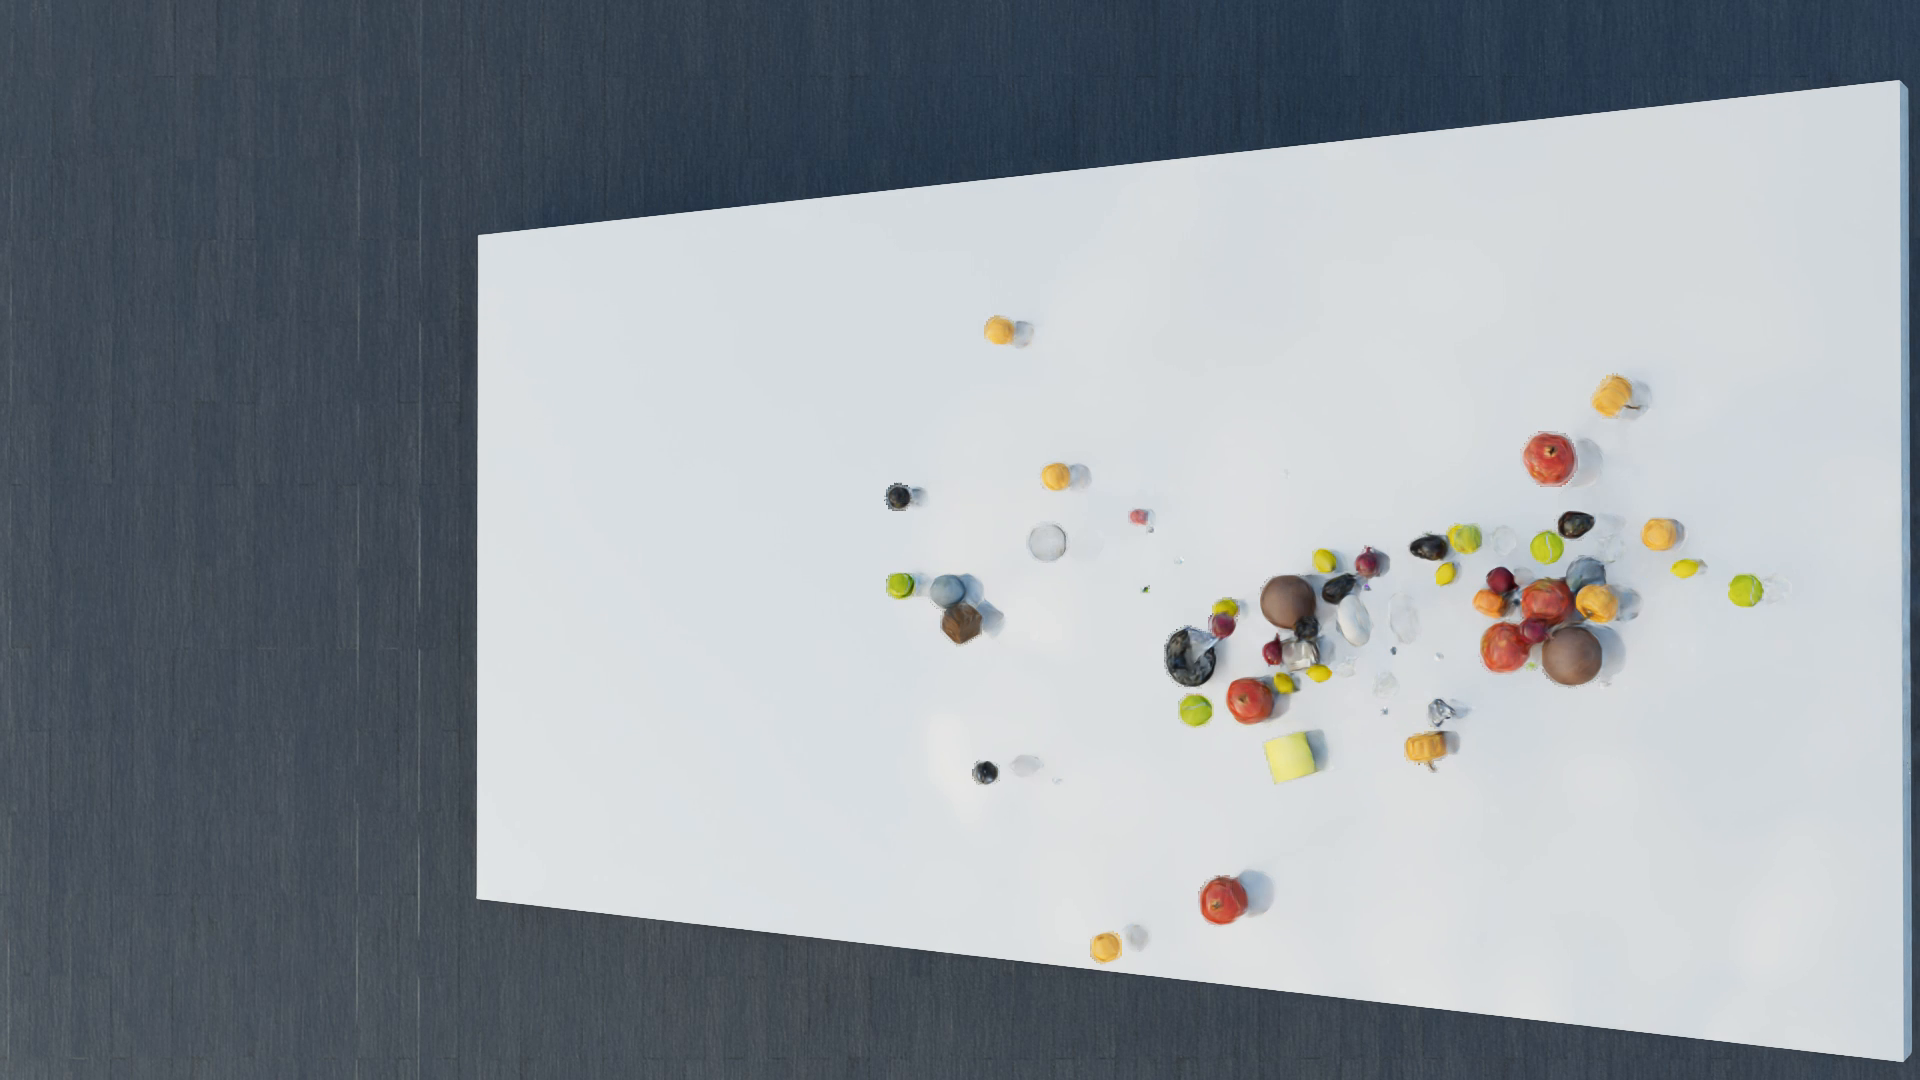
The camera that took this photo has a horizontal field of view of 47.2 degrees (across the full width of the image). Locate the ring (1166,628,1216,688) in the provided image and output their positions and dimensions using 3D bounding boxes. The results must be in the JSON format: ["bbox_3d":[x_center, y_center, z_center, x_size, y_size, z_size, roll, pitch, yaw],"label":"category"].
[{"bbox_3d":[0.555,0.284,5.307,0.048,0.143,0.143,-5,97,-45],"label":"ring"}]

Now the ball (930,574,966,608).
[{"bbox_3d":[-0.032,0.132,5.668,0.091,0.091,0.091,0,89,0],"label":"ball"}]

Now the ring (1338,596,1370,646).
[{"bbox_3d":[0.889,0.182,4.954,0.039,0.118,0.118,-17,89,30],"label":"ring"}]

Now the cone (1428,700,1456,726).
[{"bbox_3d":[1.095,0.387,4.937,0.061,0.061,0.061,3,84,-29],"label":"cone"}]

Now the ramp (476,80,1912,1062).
[{"bbox_3d":[0.259,0.071,5.597,4.000,0.100,2.000,0,89,33],"label":"ramp"}]

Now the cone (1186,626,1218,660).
[{"bbox_3d":[0.539,0.224,5.015,0.071,0.071,0.071,-41,84,0],"label":"cone"}]

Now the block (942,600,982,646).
[{"bbox_3d":[0.004,0.211,5.624,0.069,0.069,0.069,-28,53,-30],"label":"block"}]

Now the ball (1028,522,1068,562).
[{"bbox_3d":[0.218,0.006,5.455,0.097,0.097,0.097,0,89,0],"label":"ball"}]

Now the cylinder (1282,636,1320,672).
[{"bbox_3d":[0.796,0.267,5.139,0.070,0.070,0.070,-16,89,20],"label":"cylinder"}]

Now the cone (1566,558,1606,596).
[{"bbox_3d":[1.354,0.080,4.779,0.088,0.088,0.088,-1,88,24],"label":"cone"}]

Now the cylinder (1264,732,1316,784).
[{"bbox_3d":[0.773,0.509,5.144,0.098,0.098,0.098,-16,81,0],"label":"cylinder"}]
